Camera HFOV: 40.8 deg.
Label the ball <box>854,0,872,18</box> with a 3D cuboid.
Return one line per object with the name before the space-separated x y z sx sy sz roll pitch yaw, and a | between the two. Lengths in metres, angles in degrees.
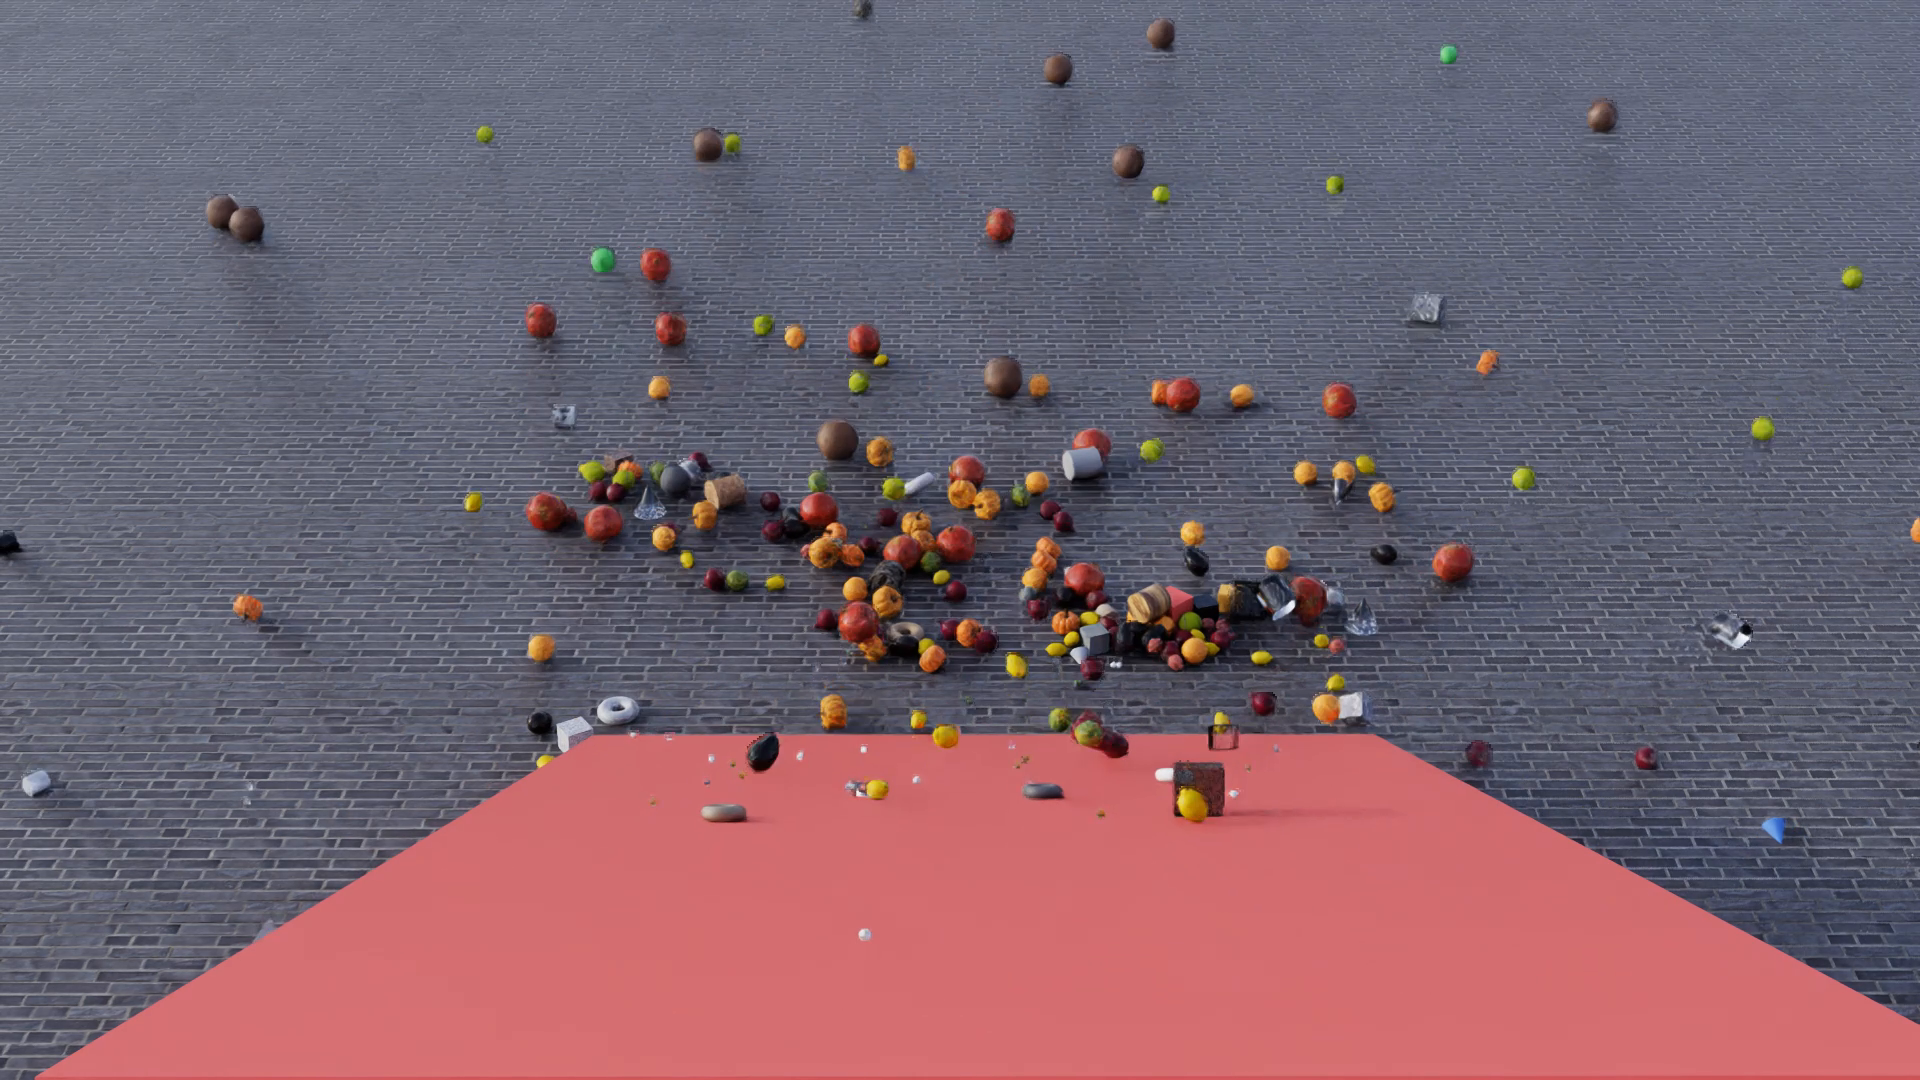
ball | -0.466 -2.548 12.388 0.091 0.091 0.091 0 28 0

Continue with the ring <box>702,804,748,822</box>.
ring | -0.436 0.505 4.779 0.084 0.028 0.084 0 -1 0

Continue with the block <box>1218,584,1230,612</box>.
block | 0.765 0.167 7.355 0.058 0.058 0.058 7 29 12

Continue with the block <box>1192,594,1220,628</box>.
block | 0.686 0.201 7.284 0.066 0.066 0.066 -10 30 -18

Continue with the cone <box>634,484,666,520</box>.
cone | -0.946 -0.129 7.864 0.100 0.100 0.100 0 28 0

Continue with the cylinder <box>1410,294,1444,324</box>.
cylinder | 1.657 -0.817 9.152 0.096 0.096 0.096 12 30 21

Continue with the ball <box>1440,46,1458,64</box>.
ball | 2.225 -2.207 11.761 0.082 0.082 0.082 0 28 0

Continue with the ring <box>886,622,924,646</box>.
ring | -0.151 0.263 7.201 0.107 0.036 0.107 -1 27 0

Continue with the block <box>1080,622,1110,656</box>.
block | 0.372 0.275 7.151 0.060 0.060 0.060 -12 31 -22

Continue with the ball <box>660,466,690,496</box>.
ball | -0.879 -0.182 7.969 0.094 0.094 0.094 0 28 0

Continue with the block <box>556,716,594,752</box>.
block | -0.996 0.513 6.697 0.070 0.070 0.070 -17 32 -28

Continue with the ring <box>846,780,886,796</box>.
ring | -0.190 0.500 5.216 0.083 0.028 0.083 0 -1 0

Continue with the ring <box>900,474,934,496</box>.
ring | -0.131 -0.170 7.958 0.114 0.038 0.114 -29 0 0

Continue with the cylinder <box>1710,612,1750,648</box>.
cylinder | 2.138 0.251 7.174 0.077 0.077 0.077 -17 32 -28

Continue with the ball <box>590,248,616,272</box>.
ball | -1.321 -1.033 9.562 0.089 0.089 0.089 0 28 0

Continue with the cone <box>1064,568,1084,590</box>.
cone | 0.318 0.121 7.473 0.061 0.061 0.061 12 57 22

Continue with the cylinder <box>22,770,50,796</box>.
cylinder | -2.334 0.614 6.529 0.050 0.050 0.050 23 36 36

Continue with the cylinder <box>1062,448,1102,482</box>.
cylinder | 0.382 -0.237 8.072 0.094 0.094 0.094 -10 30 -18

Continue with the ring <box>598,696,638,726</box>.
ring | -0.906 0.452 6.846 0.110 0.037 0.110 -1 29 0

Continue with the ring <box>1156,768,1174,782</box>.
ring | 0.454 0.497 5.467 0.081 0.027 0.081 0 -1 0

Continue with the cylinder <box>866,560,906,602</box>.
cylinder | -0.211 0.118 7.410 0.092 0.092 0.092 7 29 13

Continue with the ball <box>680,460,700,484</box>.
ball | -0.844 -0.210 8.042 0.075 0.075 0.075 0 28 0

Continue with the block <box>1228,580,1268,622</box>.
block | 0.811 0.171 7.260 0.096 0.096 0.096 3 -10 -2

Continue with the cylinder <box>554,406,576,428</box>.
cylinder | -1.285 -0.400 8.404 0.066 0.066 0.066 7 26 -13

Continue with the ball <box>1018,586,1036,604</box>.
ball | 0.194 0.159 7.376 0.052 0.052 0.052 0 28 0

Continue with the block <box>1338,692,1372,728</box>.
block | 1.036 0.447 6.779 0.065 0.065 0.065 -11 58 27

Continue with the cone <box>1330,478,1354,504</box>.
cone | 1.167 -0.137 7.950 0.073 0.073 0.073 9 56 16

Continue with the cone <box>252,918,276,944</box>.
cone | -1.573 0.932 5.946 0.089 0.089 0.089 29 31 -2

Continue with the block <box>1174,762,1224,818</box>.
block | 0.449 0.471 4.871 0.092 0.092 0.092 0 1 4

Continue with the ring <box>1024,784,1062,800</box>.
ring | 0.164 0.501 5.154 0.078 0.026 0.078 -1 1 0

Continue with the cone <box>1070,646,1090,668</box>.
cone | 0.333 0.330 7.086 0.054 0.054 0.054 -4 55 -8

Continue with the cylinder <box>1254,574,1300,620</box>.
cylinder | 0.876 0.157 7.154 0.091 0.091 0.091 -20 64 -32

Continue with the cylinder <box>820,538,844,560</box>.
cylinder | -0.375 0.027 7.617 0.059 0.059 0.059 -7 29 -12

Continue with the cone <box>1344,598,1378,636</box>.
cone | 1.130 0.202 7.250 0.096 0.096 0.096 0 28 0

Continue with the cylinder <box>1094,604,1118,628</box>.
cylinder | 0.413 0.213 7.277 0.051 0.051 0.051 -13 31 -22

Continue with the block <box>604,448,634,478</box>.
block | -1.071 -0.242 8.112 0.064 0.064 0.064 -21 35 -34

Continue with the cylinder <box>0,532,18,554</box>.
cylinder | -2.828 0.008 7.656 0.053 0.053 0.053 -20 34 -33

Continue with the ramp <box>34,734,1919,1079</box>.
ramp | 0.063 0.570 4.611 2.000 0.100 4.000 0 1 0

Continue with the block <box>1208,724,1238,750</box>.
block | 0.633 0.474 6.214 0.056 0.056 0.056 0 1 23

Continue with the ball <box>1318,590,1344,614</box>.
ball | 1.050 0.175 7.325 0.072 0.072 0.072 0 28 0

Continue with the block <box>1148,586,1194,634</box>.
block | 0.593 0.197 7.268 0.088 0.088 0.088 -25 37 -38

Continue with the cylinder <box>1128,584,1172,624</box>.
cylinder | 0.526 0.176 7.188 0.087 0.087 0.087 -25 37 -37
